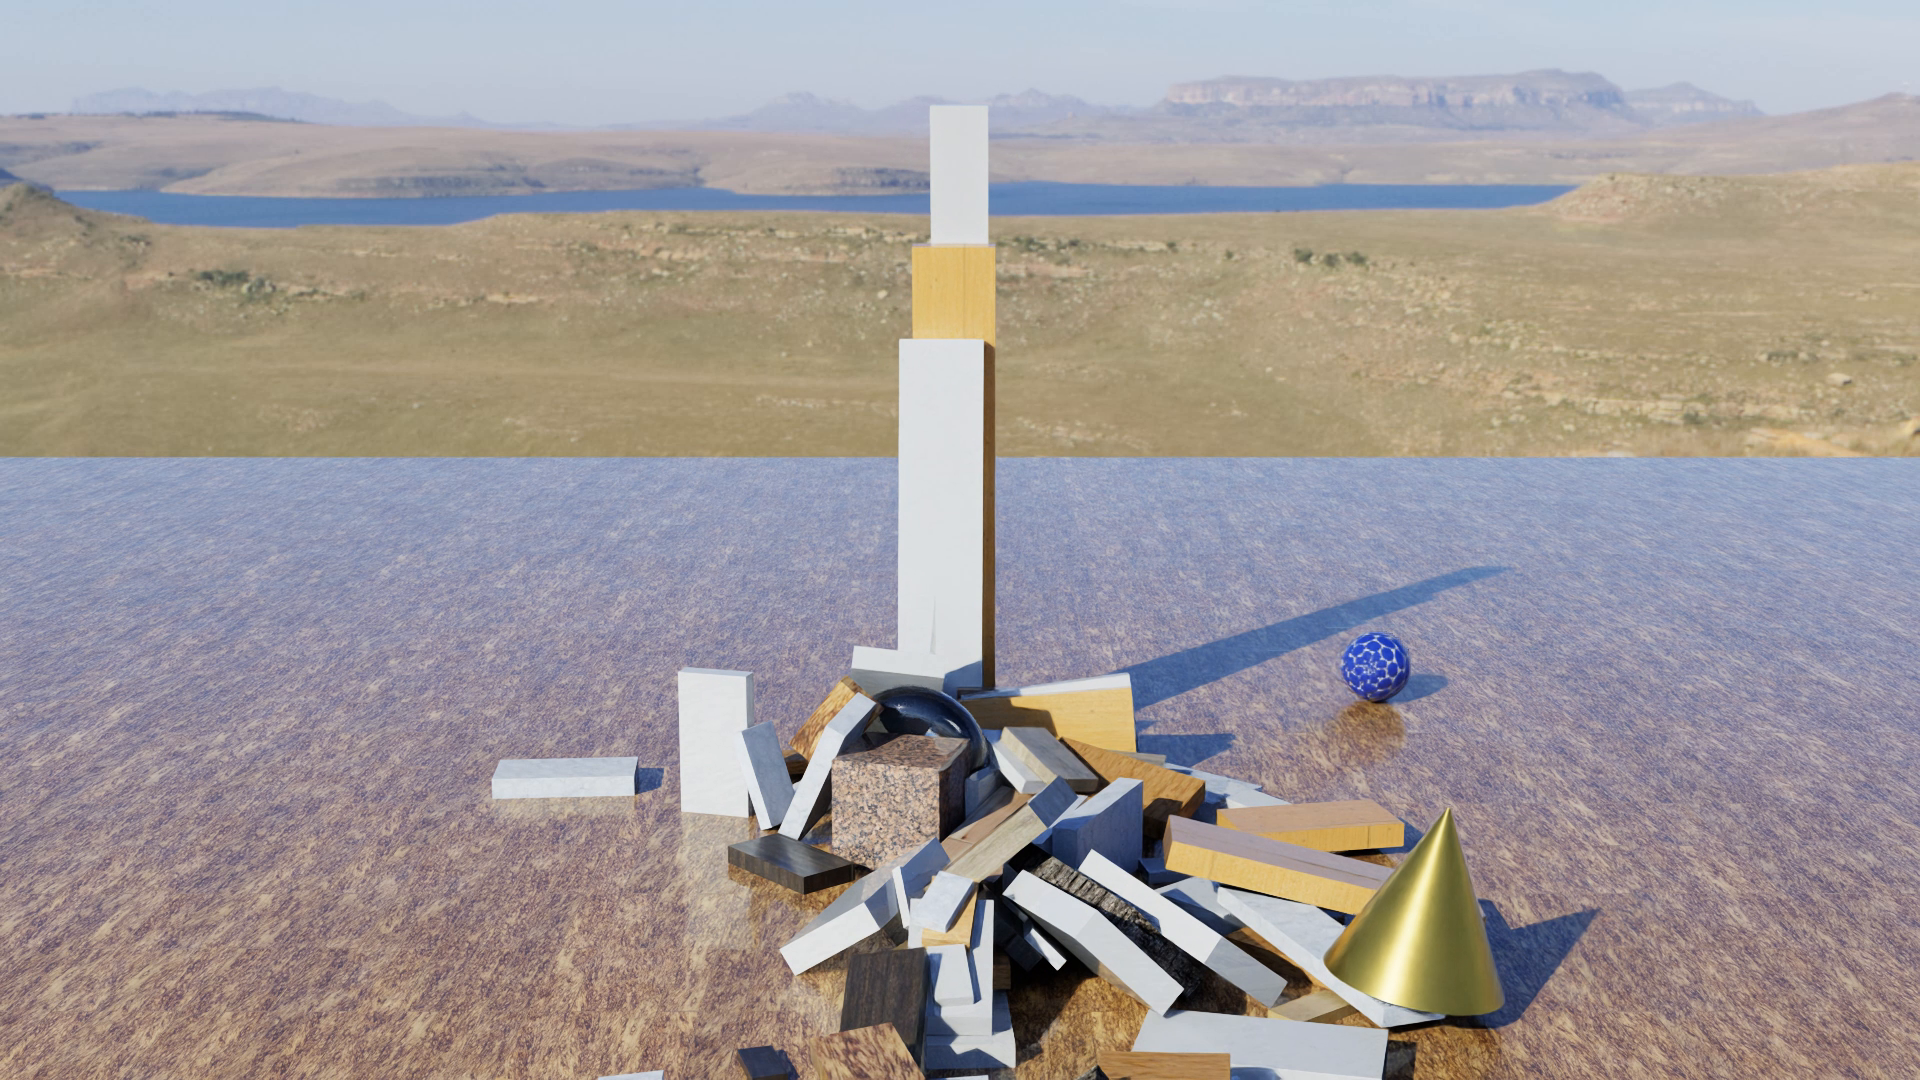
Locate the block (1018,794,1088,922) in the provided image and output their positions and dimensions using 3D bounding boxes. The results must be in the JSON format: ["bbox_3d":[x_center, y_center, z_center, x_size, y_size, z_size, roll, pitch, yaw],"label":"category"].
[{"bbox_3d":[0.156,0.526,3.641,0.039,0.136,0.273,4,11,19],"label":"block"}]

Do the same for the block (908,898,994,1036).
[{"bbox_3d":[-0.014,0.600,3.102,0.120,0.034,0.240,1,32,1],"label":"block"}]

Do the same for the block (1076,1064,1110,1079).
[{"bbox_3d":[0.123,0.701,2.580,0.108,0.031,0.217,-37,5,11],"label":"block"}]

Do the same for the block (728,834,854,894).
[{"bbox_3d":[-0.291,0.554,3.776,0.109,0.031,0.218,-9,14,-40],"label":"block"}]

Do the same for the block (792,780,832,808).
[{"bbox_3d":[-0.246,0.467,4.158,0.103,0.029,0.206,4,18,41],"label":"block"}]

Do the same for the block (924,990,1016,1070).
[{"bbox_3d":[0.009,0.678,3.100,0.120,0.034,0.240,-1,11,-3],"label":"block"}]

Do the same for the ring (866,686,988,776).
[{"bbox_3d":[-0.082,0.398,3.984,0.280,0.280,0.093,3,16,15],"label":"ring"}]

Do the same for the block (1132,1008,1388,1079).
[{"bbox_3d":[0.405,0.698,2.962,0.329,0.047,0.164,3,11,14],"label":"block"}]

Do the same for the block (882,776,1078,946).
[{"bbox_3d":[0.030,0.502,3.442,0.328,0.046,0.164,-42,-5,22],"label":"block"}]

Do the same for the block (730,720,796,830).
[{"bbox_3d":[-0.355,0.431,4.035,0.026,0.183,0.091,-19,-2,34],"label":"block"}]

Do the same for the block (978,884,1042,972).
[{"bbox_3d":[0.067,0.585,3.325,0.109,0.031,0.218,44,-1,-1],"label":"block"}]

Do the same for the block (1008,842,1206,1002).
[{"bbox_3d":[0.217,0.573,3.331,0.049,0.171,0.343,-49,25,-10],"label":"block"}]

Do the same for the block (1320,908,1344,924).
[{"bbox_3d":[0.560,0.614,3.494,0.060,0.017,0.121,6,12,31],"label":"block"}]

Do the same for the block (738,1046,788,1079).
[{"bbox_3d":[-0.268,0.712,2.975,0.049,0.014,0.097,-3,11,-17],"label":"block"}]

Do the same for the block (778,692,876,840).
[{"bbox_3d":[-0.237,0.408,3.891,0.038,0.268,0.134,30,31,9],"label":"block"}]

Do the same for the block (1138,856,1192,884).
[{"bbox_3d":[0.383,0.562,3.763,0.143,0.020,0.072,-2,12,-10],"label":"block"}]

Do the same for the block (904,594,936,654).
[{"bbox_3d":[-0.076,0.265,4.195,0.047,0.330,0.165,4,54,2],"label":"block"}]

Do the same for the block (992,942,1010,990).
[{"bbox_3d":[0.009,0.623,3.246,0.120,0.034,0.240,-1,0,-1],"label":"block"}]

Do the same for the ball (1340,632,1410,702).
[{"bbox_3d":[0.925,0.283,4.902,0.154,0.154,0.154,0,11,0],"label":"ball"}]

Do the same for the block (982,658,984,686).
[{"bbox_3d":[0.006,0.330,4.596,0.085,0.171,0.024,0,16,2],"label":"block"}]

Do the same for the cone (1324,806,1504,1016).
[{"bbox_3d":[0.673,0.503,3.142,0.261,0.261,0.261,9,10,-2],"label":"cone"}]

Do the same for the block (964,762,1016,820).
[{"bbox_3d":[0.058,0.451,3.953,0.026,0.091,0.183,6,12,24],"label":"block"}]

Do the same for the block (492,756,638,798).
[{"bbox_3d":[-0.763,0.460,4.264,0.268,0.038,0.134,-1,11,-5],"label":"block"}]

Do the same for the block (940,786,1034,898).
[{"bbox_3d":[0.065,0.520,3.783,0.136,0.039,0.330,12,22,23],"label":"block"}]

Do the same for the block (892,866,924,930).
[{"bbox_3d":[-0.072,0.553,3.356,0.053,0.015,0.106,36,28,-40],"label":"block"}]

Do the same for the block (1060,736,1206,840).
[{"bbox_3d":[0.278,0.447,3.967,0.293,0.042,0.147,15,33,27],"label":"block"}]

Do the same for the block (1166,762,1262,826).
[{"bbox_3d":[0.404,0.474,4.177,0.305,0.043,0.153,10,14,43],"label":"block"}]

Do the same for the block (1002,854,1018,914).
[{"bbox_3d":[0.119,0.534,3.670,0.031,0.109,0.218,4,11,19],"label":"block"}]

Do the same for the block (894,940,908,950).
[{"bbox_3d":[-0.084,0.615,3.265,0.136,0.019,0.068,-31,0,-11],"label":"block"}]

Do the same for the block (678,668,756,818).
[{"bbox_3d":[-0.451,0.376,4.088,0.134,0.268,0.038,3,11,16],"label":"block"}]

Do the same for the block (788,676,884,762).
[{"bbox_3d":[-0.222,0.334,3.946,0.091,0.183,0.026,41,32,2],"label":"block"}]

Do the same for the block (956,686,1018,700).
[{"bbox_3d":[0.161,0.376,4.350,0.334,0.167,0.047,0,4,-1],"label":"block"}]

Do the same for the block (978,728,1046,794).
[{"bbox_3d":[0.108,0.399,3.959,0.092,0.026,0.184,7,22,-32],"label":"block"}]
